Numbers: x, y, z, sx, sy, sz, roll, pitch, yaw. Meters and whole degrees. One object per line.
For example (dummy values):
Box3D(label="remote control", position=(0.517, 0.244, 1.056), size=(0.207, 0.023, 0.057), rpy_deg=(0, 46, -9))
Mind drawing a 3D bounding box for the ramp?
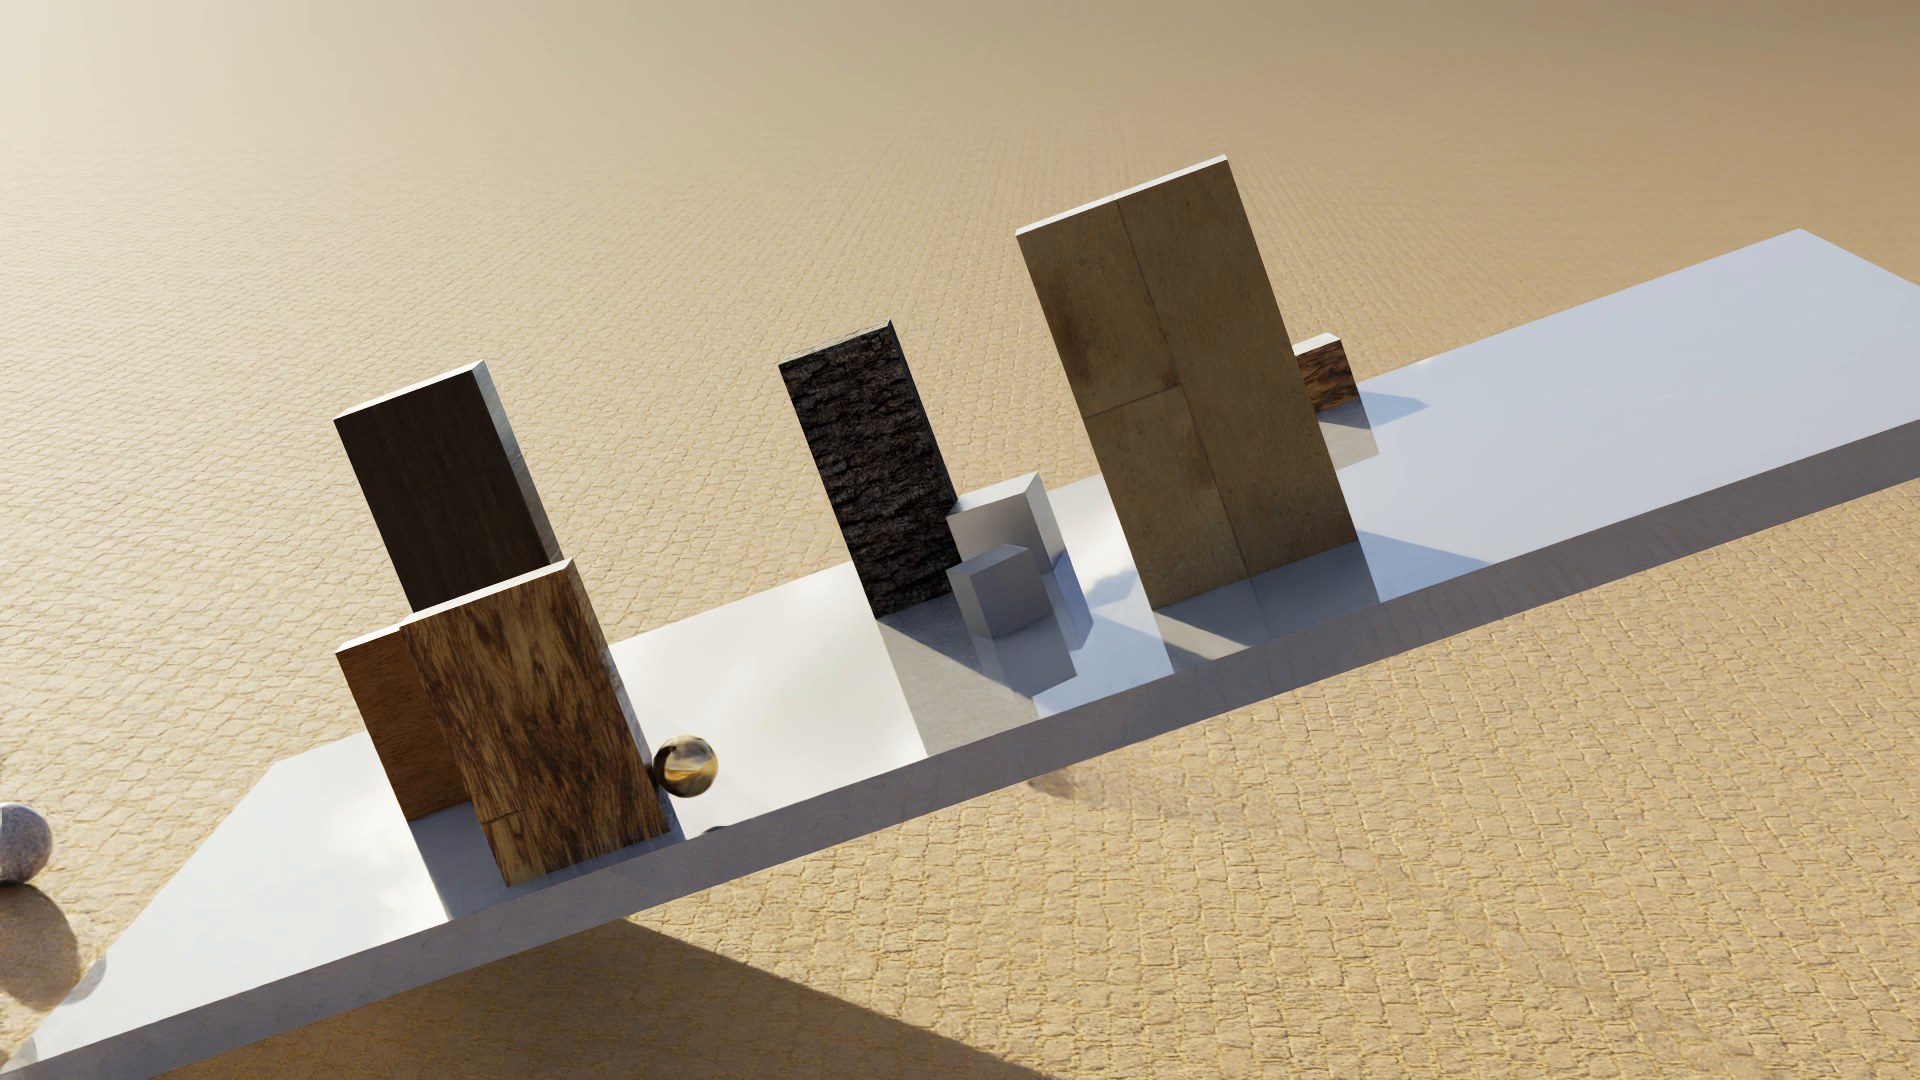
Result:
Box3D(label="ramp", position=(0.115, 0.177, 6.298), size=(4.000, 0.100, 2.000), rpy_deg=(-19, 11, 6))

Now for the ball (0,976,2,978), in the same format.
Box3D(label="ball", position=(-2.061, 0.898, 6.009), size=(0.194, 0.194, 0.194), rpy_deg=(0, 13, 0))

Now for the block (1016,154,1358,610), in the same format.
Box3D(label="block", position=(0.442, -0.301, 5.707), size=(0.425, 0.784, 0.097), rpy_deg=(-19, 11, 6))

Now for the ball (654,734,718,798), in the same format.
Box3D(label="ball", position=(-0.513, 0.423, 5.507), size=(0.120, 0.120, 0.120), rpy_deg=(0, 13, 0))

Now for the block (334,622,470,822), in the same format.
Box3D(label="block", position=(-1.059, 0.345, 6.295), size=(0.421, 0.401, 0.084), rpy_deg=(-19, 11, 6))

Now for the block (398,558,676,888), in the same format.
Box3D(label="block", position=(-0.785, 0.342, 5.486), size=(0.331, 0.535, 0.089), rpy_deg=(-19, 11, 6))

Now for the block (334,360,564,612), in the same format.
Box3D(label="block", position=(-1.166, 0.010, 7.034), size=(0.354, 0.800, 0.146), rpy_deg=(-19, 11, 6))

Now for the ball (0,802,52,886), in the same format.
Box3D(label="ball", position=(-2.213, 0.708, 6.845), size=(0.195, 0.195, 0.195), rpy_deg=(0, 13, 0))

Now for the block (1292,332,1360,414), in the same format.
Box3D(label="block", position=(0.851, -0.395, 7.054), size=(0.148, 0.148, 0.148), rpy_deg=(-21, 11, -1))

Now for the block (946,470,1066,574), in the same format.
Box3D(label="block", position=(0.103, -0.017, 6.498), size=(0.186, 0.186, 0.186), rpy_deg=(-18, 12, 15))

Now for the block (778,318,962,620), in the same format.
Box3D(label="block", position=(-0.172, -0.158, 6.561), size=(0.257, 0.611, 0.121), rpy_deg=(-19, 11, 6))

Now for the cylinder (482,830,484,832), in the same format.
Box3D(label="cylinder", position=(-0.869, 0.539, 5.763), size=(0.122, 0.122, 0.122), rpy_deg=(-20, 13, 0))

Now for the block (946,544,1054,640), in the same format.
Box3D(label="block", position=(0.081, 0.106, 6.071), size=(0.143, 0.143, 0.143), rpy_deg=(-24, 12, -17))
